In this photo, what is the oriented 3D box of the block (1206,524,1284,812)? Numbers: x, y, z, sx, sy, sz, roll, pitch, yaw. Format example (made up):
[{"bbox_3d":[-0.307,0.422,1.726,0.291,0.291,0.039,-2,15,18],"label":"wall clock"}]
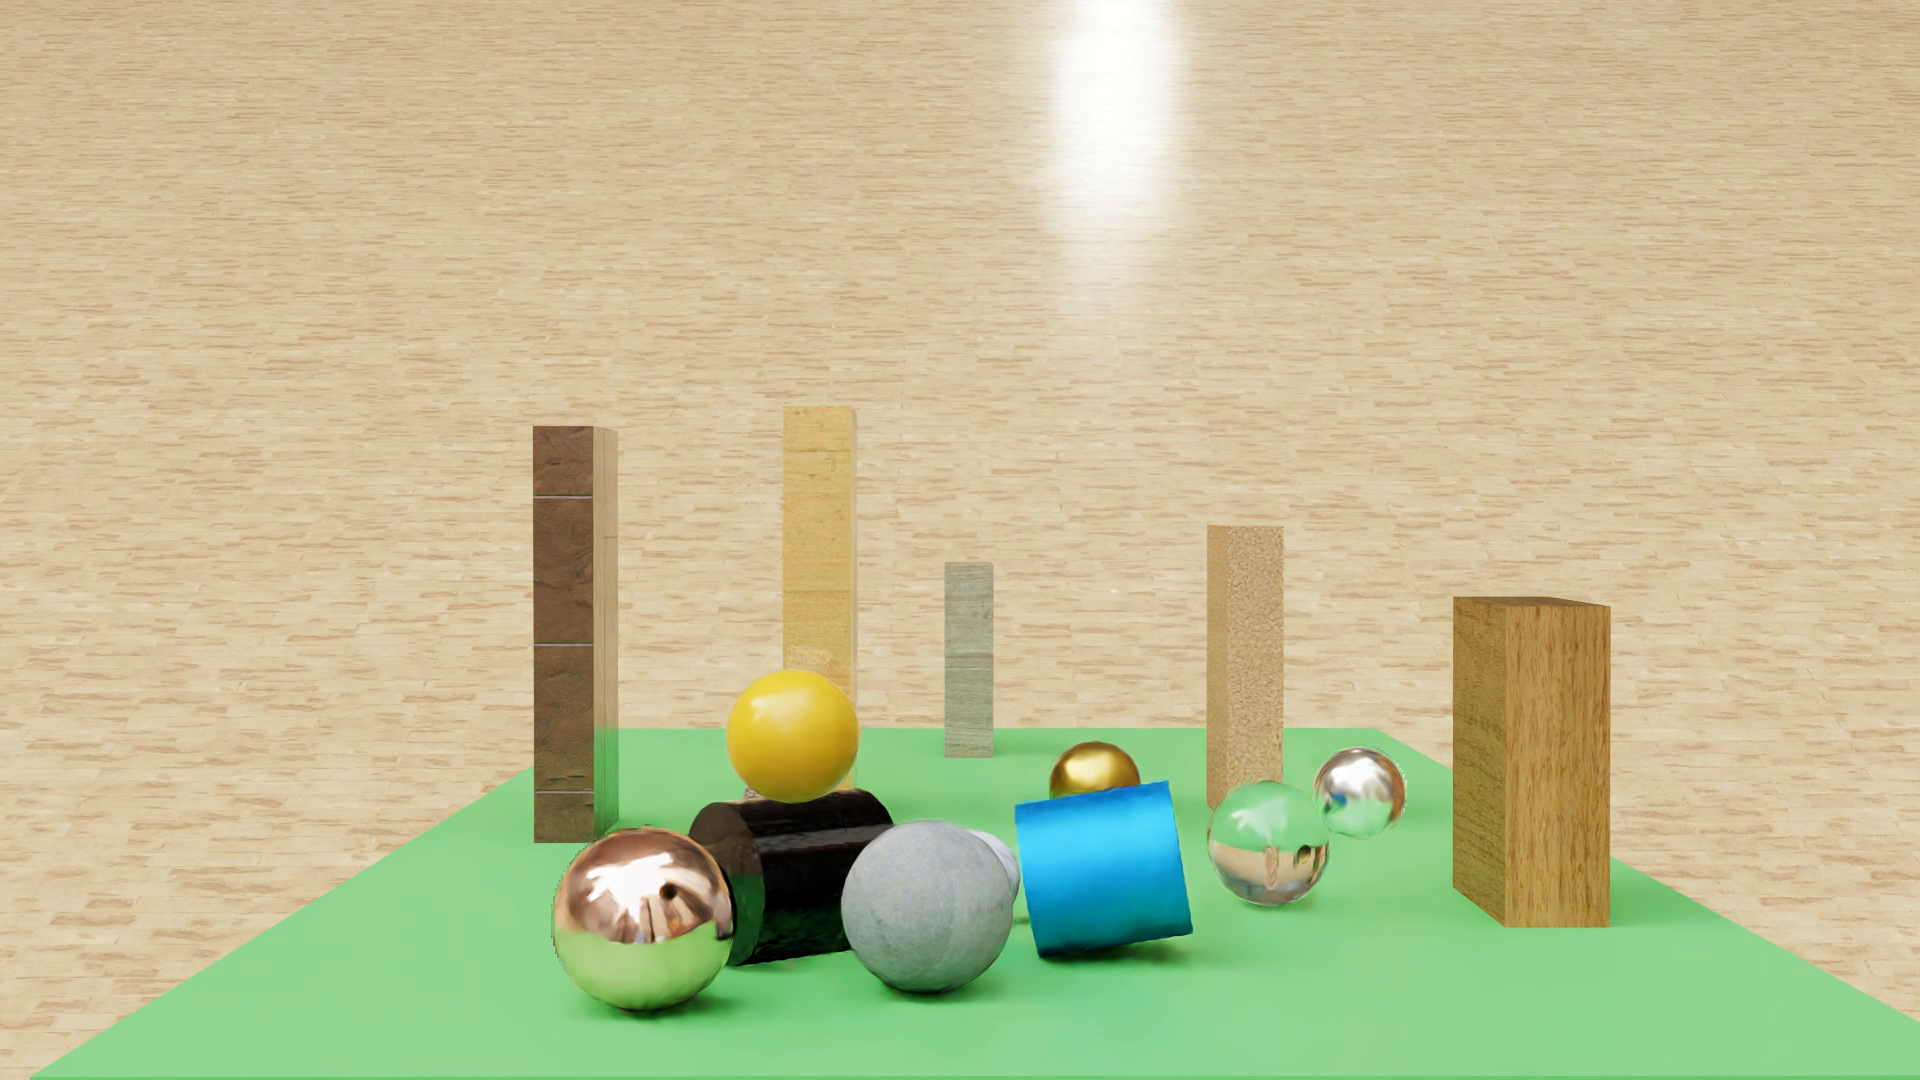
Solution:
[{"bbox_3d":[0.521,0.241,4.746,0.099,0.535,0.379,0,1,0],"label":"block"}]

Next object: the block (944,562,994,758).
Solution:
[{"bbox_3d":[0.020,0.273,5.990,0.111,0.435,0.308,0,1,0],"label":"block"}]

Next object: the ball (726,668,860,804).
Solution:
[{"bbox_3d":[-0.173,0.203,2.680,0.140,0.140,0.140,0,28,0],"label":"ball"}]

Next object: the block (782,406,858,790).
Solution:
[{"bbox_3d":[-0.256,0.133,4.774,0.121,0.749,0.336,0,1,0],"label":"block"}]

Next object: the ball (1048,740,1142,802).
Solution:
[{"bbox_3d":[0.235,0.431,4.487,0.163,0.163,0.163,0,28,0],"label":"ball"}]

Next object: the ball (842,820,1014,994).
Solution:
[{"bbox_3d":[-0.038,0.431,3.038,0.203,0.203,0.203,0,28,0],"label":"ball"}]

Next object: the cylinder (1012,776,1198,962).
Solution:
[{"bbox_3d":[0.183,0.417,3.271,0.195,0.195,0.195,-14,28,3],"label":"cylinder"}]

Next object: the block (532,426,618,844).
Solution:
[{"bbox_3d":[-0.672,0.158,4.533,0.102,0.707,0.316,0,1,0],"label":"block"}]

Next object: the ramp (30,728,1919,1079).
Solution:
[{"bbox_3d":[0.062,0.560,4.599,2.000,0.100,4.000,0,1,0],"label":"ramp"}]

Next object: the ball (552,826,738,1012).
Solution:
[{"bbox_3d":[-0.357,0.431,2.935,0.208,0.208,0.208,0,28,0],"label":"ball"}]

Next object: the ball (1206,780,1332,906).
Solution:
[{"bbox_3d":[0.442,0.434,3.701,0.178,0.178,0.178,0,28,0],"label":"ball"}]

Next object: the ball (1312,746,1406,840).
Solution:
[{"bbox_3d":[0.546,0.347,3.540,0.126,0.126,0.126,0,28,0],"label":"ball"}]

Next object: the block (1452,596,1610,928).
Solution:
[{"bbox_3d":[0.810,0.305,3.687,0.142,0.436,0.372,0,1,0],"label":"block"}]

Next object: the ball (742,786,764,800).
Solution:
[{"bbox_3d":[-0.283,0.441,4.219,0.152,0.152,0.152,0,28,0],"label":"ball"}]

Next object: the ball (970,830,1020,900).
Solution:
[{"bbox_3d":[0.018,0.462,3.525,0.129,0.129,0.129,0,28,0],"label":"ball"}]

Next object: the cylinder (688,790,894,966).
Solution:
[{"bbox_3d":[-0.211,0.424,3.261,0.204,0.204,0.204,-2,24,-35],"label":"cylinder"}]
